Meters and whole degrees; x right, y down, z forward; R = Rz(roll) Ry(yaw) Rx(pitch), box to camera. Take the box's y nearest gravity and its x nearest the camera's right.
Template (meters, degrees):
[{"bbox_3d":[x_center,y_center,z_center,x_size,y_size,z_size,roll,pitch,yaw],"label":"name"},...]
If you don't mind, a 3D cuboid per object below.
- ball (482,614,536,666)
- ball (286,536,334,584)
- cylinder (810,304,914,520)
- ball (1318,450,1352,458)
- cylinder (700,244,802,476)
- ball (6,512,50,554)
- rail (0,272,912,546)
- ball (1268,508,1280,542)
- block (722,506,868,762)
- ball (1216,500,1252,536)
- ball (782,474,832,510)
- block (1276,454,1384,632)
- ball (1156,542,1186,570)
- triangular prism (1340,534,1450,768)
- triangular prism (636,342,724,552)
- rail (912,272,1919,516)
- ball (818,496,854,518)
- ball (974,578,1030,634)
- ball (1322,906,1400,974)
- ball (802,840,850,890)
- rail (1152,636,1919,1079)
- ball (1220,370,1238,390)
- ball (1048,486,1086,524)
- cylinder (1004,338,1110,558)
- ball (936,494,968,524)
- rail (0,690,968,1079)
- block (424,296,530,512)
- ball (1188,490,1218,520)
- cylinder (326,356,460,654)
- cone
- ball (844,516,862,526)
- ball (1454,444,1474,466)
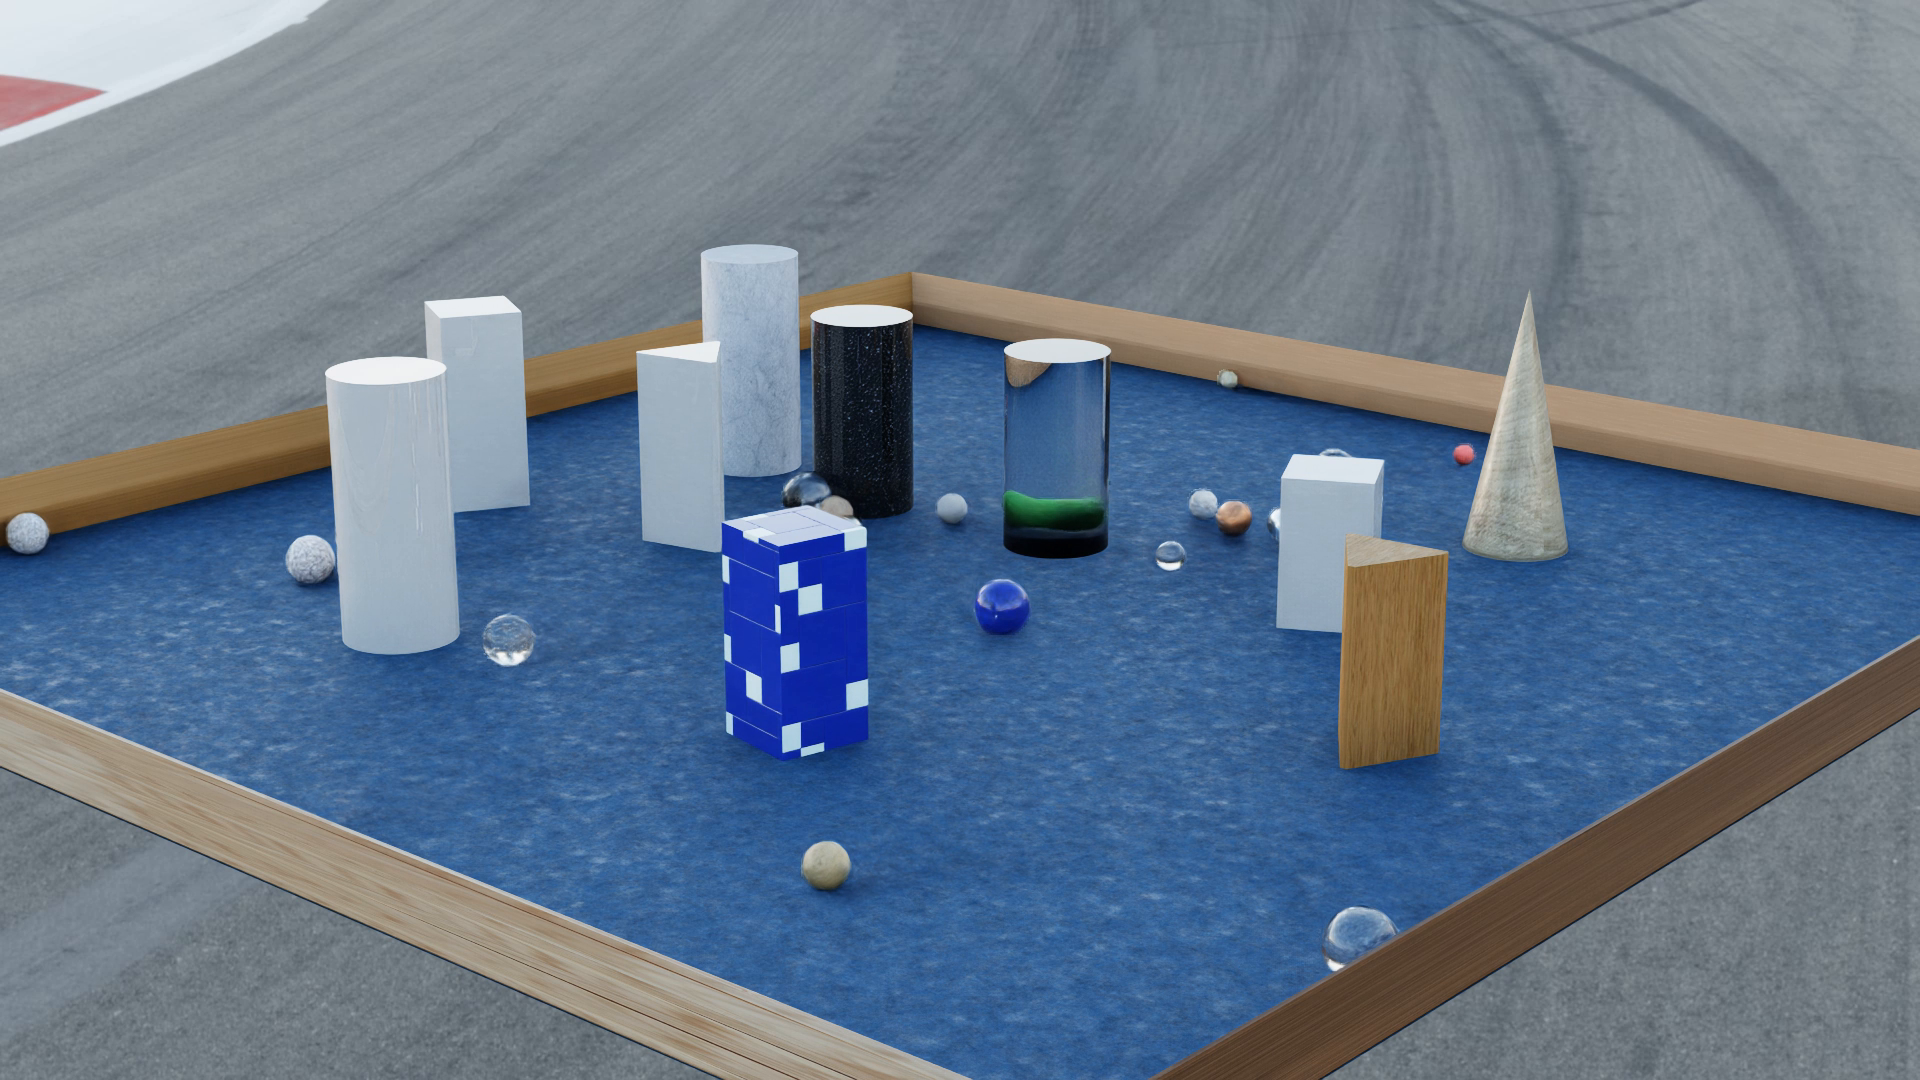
[{"bbox_3d":[-0.733,0.163,4.762,0.084,0.084,0.084,0,17,0],"label":"ball"},{"bbox_3d":[-1.149,0.034,5.186,0.085,0.085,0.085,0,17,0],"label":"ball"},{"bbox_3d":[-0.186,-0.247,5.616,0.194,0.374,0.194,0,17,0],"label":"cylinder"},{"bbox_3d":[0.728,-0.131,5.719,0.093,0.093,0.093,0,17,0],"label":"ball"},{"bbox_3d":[-0.419,-0.362,5.896,0.194,0.433,0.194,0,17,0],"label":"cylinder"},{"bbox_3d":[-1.703,-0.012,5.353,0.076,0.076,0.076,0,17,0],"label":"ball"},{"bbox_3d":[-1.128,-0.251,6.058,0.045,0.126,3.133,14,22,39],"label":"rail"},{"bbox_3d":[0.603,-0.027,5.420,0.068,0.068,0.068,0,17,0],"label":"ball"},{"bbox_3d":[-0.247,0.138,4.412,0.155,0.334,0.155,-12,21,-35],"label":"block"},{"bbox_3d":[0.510,-0.040,5.464,0.067,0.067,0.067,0,17,0],"label":"ball"},{"bbox_3d":[-0.288,-0.079,5.544,0.095,0.095,0.095,0,17,0],"label":"ball"},{"bbox_3d":[0.628,0.006,4.971,0.155,0.263,0.155,4,17,13],"label":"block"},{"bbox_3d":[0.377,0.029,5.259,0.053,0.053,0.053,0,17,0],"label":"ball"},{"bbox_3d":[0.612,0.159,4.379,0.168,0.313,0.146,-7,18,-23],"label":"triangular prism"},{"bbox_3d":[-0.482,-0.179,5.421,0.168,0.357,0.146,9,19,27],"label":"triangular prism"},{"bbox_3d":[1.011,-0.305,6.236,3.036,0.126,0.045,14,22,39],"label":"rail"},{"bbox_3d":[-0.233,-0.049,5.493,0.067,0.067,0.067,0,17,0],"label":"ball"},{"bbox_3d":[0.070,0.112,4.914,0.094,0.094,0.094,0,17,0],"label":"ball"},{"bbox_3d":[0.495,0.500,3.621,0.097,0.097,0.097,0,17,0],"label":"ball"},{"bbox_3d":[-0.178,0.433,3.901,0.065,0.065,0.065,0,17,0],"label":"ball"},{"bbox_3d":[1.128,0.315,4.182,0.045,0.126,3.133,14,22,39],"label":"rail"},{"bbox_3d":[0.602,-0.358,6.564,0.041,0.041,0.041,0,17,0],"label":"ball"},{"bbox_3d":[0.203,-0.066,5.543,0.070,0.070,0.070,0,17,0],"label":"ball"},{"bbox_3d":[0.177,-0.169,5.373,0.194,0.366,0.194,0,17,0],"label":"cylinder"},{"bbox_3d":[-0.015,-0.060,5.546,0.057,0.057,0.057,0,17,0],"label":"ball"},{"bbox_3d":[-1.011,0.368,4.005,3.036,0.126,0.045,14,22,39],"label":"rail"},{"bbox_3d":[-0.932,-0.263,5.658,0.155,0.382,0.155,-6,18,-20],"label":"block"},{"bbox_3d":[0.463,-0.067,5.573,0.056,0.056,0.056,0,17,0],"label":"ball"},{"bbox_3d":[-0.937,-0.058,4.850,0.194,0.456,0.194,0,17,0],"label":"cylinder"},{"bbox_3d":[1.024,-0.220,5.339,0.194,0.484,0.194,0,17,0],"label":"cone"},{"bbox_3d":[-0.205,-0.022,5.438,0.046,0.046,0.046,0,17,0],"label":"ball"},{"bbox_3d":[1.022,-0.173,5.946,0.042,0.042,0.042,0,17,0],"label":"ball"}]
